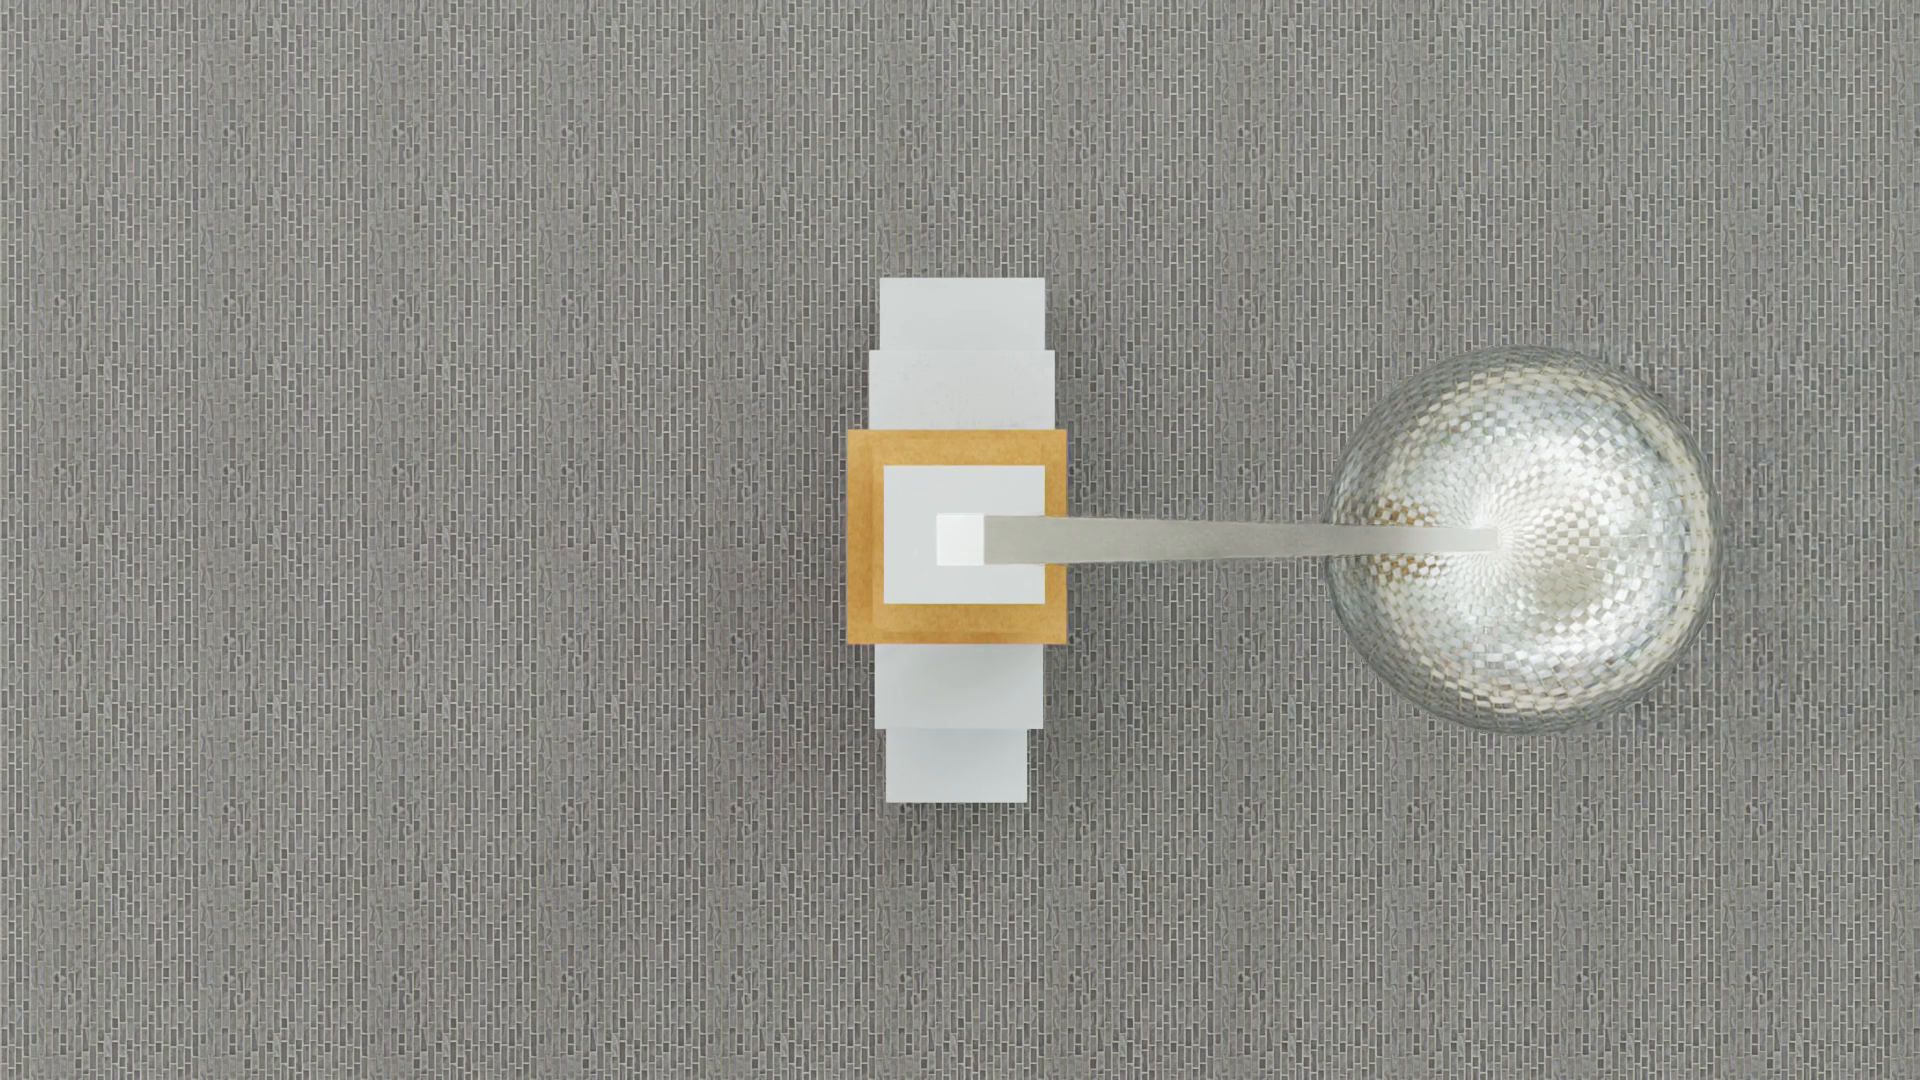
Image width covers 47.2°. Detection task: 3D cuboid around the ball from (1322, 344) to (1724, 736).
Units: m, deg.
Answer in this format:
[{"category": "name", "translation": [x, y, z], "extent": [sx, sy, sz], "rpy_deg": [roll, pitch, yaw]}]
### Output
[{"category": "ball", "translation": [2.295, 0.000, 9.036], "extent": [1.600, 1.600, 1.600], "rpy_deg": [0, 90, 0]}]

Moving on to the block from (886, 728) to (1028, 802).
[{"category": "block", "translation": [-0.019, 1.024, 12.583], "extent": [0.779, 0.834, 0.856], "rpy_deg": [0, 90, 0]}]

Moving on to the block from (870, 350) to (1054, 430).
[{"category": "block", "translation": [0.010, -0.405, 11.532], "extent": [0.934, 0.867, 1.102], "rpy_deg": [0, 90, 0]}]

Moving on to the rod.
[{"category": "rod", "translation": [0.994, 0.000, 5.894], "extent": [0.080, 5.200, 0.080], "rpy_deg": [0, 90, 22]}]

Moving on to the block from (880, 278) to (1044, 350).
[{"category": "block", "translation": [0.013, -0.925, 12.588], "extent": [0.912, 0.824, 1.054], "rpy_deg": [0, 90, 0]}]

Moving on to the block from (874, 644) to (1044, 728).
[{"category": "block", "translation": [-0.005, 0.556, 11.531], "extent": [0.849, 0.870, 0.795], "rpy_deg": [0, 90, 0]}]

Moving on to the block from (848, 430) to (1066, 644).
[{"category": "block", "translation": [-0.012, -0.010, 8.732], "extent": [0.827, 0.831, 0.814], "rpy_deg": [0, 90, 0]}]

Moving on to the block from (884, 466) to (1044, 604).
[{"category": "block", "translation": [0.014, -0.016, 7.395], "extent": [0.522, 0.481, 0.450], "rpy_deg": [0, 90, 0]}]

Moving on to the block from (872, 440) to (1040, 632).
[{"category": "block", "translation": [-0.014, -0.013, 7.976], "extent": [0.578, 0.682, 0.664], "rpy_deg": [0, 90, 0]}]
